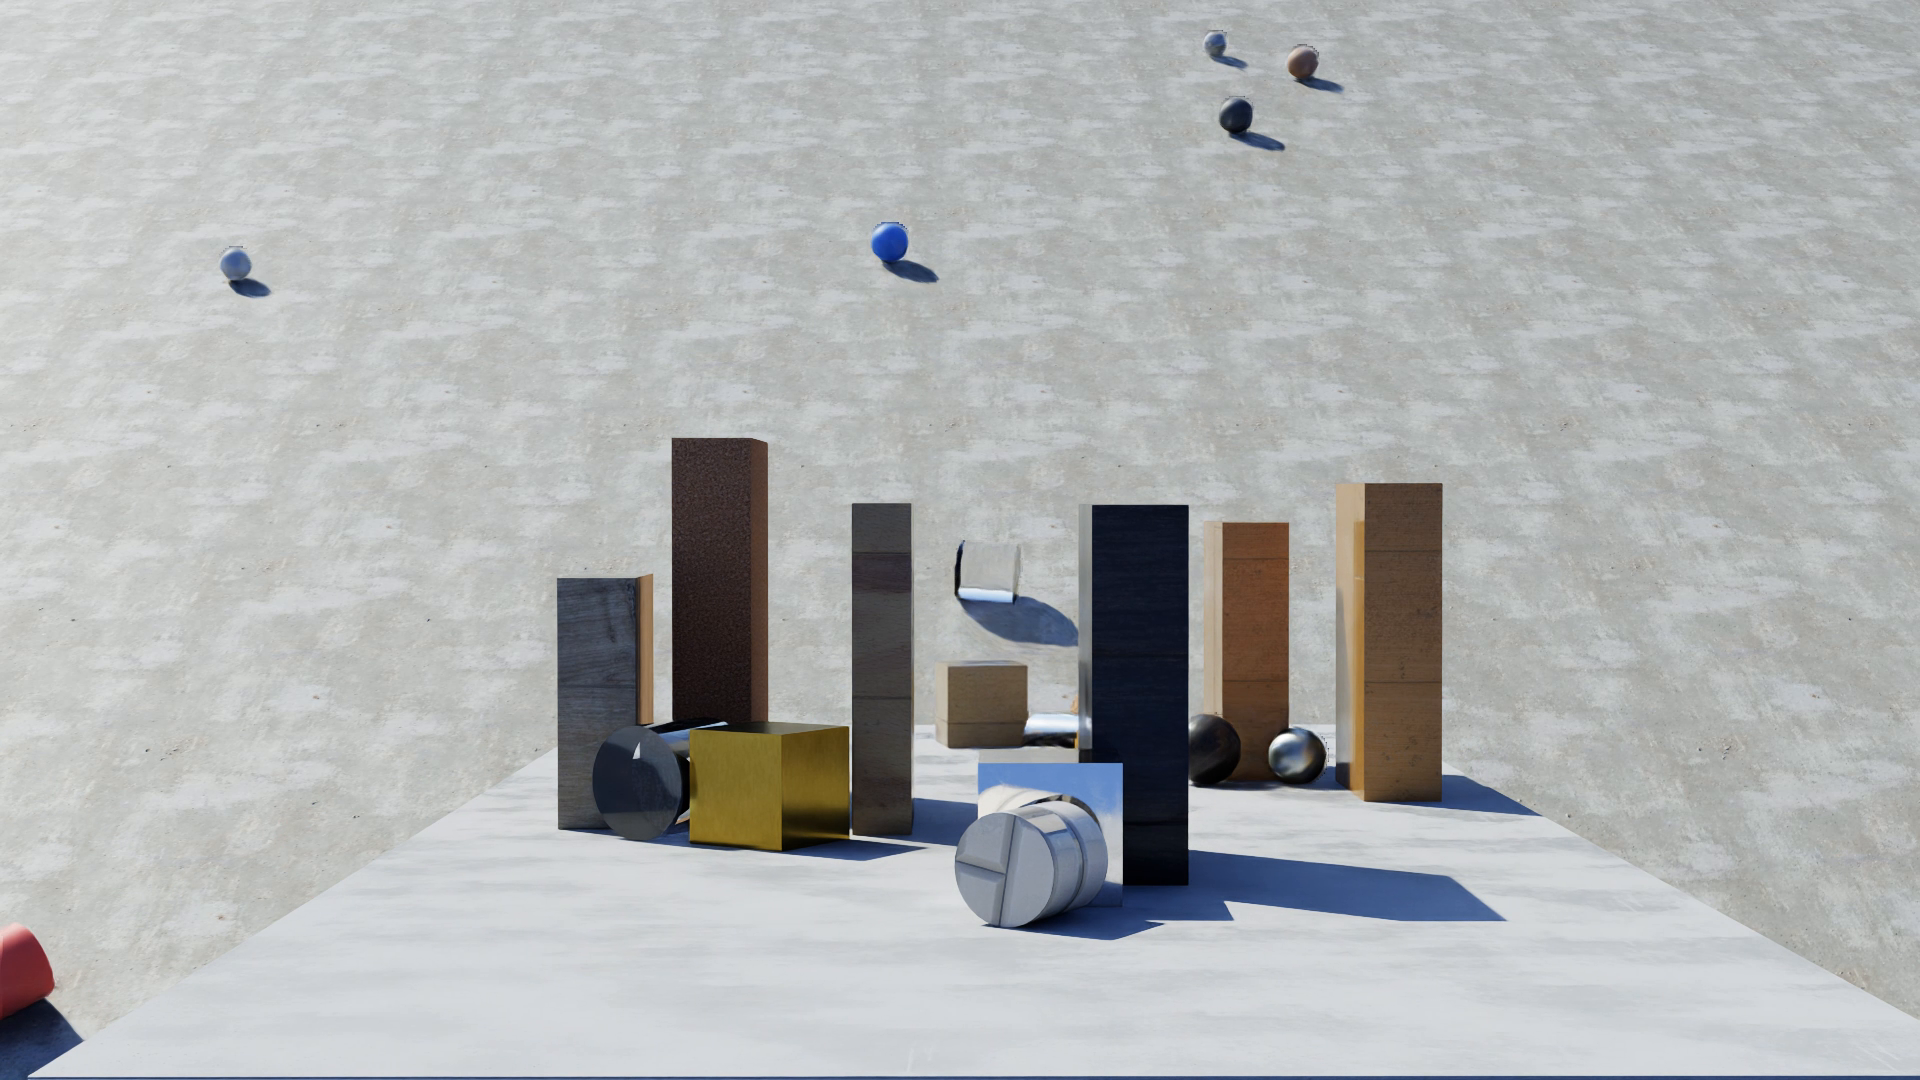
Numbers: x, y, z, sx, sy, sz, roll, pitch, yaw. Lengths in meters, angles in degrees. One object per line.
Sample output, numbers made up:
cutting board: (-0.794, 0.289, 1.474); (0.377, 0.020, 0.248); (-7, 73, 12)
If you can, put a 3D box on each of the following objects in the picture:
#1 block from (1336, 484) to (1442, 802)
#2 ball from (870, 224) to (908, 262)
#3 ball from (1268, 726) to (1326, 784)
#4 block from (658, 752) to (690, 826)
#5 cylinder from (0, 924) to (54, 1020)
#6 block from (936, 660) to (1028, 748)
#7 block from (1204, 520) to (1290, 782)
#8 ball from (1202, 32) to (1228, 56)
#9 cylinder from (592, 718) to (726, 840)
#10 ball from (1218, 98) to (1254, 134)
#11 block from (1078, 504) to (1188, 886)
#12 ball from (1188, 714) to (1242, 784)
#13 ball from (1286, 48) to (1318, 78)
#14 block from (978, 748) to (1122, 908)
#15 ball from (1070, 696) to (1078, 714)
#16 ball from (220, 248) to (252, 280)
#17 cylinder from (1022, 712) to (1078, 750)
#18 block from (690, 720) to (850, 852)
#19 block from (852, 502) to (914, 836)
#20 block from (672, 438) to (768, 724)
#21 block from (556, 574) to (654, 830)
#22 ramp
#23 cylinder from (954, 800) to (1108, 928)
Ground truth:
block: (0.844, 0.192, 5.102); (0.149, 0.608, 0.368); (0, 1, 0)
ball: (-0.265, -1.119, 9.720); (0.141, 0.141, 0.141); (0, 27, 0)
ball: (0.680, 0.436, 5.213); (0.117, 0.117, 0.117); (0, 27, 0)
block: (-0.455, 0.444, 4.618); (0.121, 0.121, 0.121); (1, 1, 33)
cylinder: (-2.112, 0.958, 5.650); (0.177, 0.177, 0.177); (22, 34, 36)
block: (0.049, 0.386, 6.099); (0.189, 0.189, 0.189); (0, 1, -9)
block: (0.604, 0.225, 5.479); (0.136, 0.529, 0.398); (0, 1, 0)
ball: (1.193, -2.320, 12.082); (0.115, 0.115, 0.115); (0, 27, 0)
cylinder: (-0.494, 0.410, 4.450); (0.196, 0.196, 0.196); (18, 11, 31)
ball: (1.183, -1.819, 11.073); (0.149, 0.149, 0.149); (0, 27, 0)
block: (0.269, 0.229, 4.070); (0.145, 0.570, 0.425); (0, 1, 0)
ball: (0.498, 0.423, 5.223); (0.142, 0.142, 0.142); (0, 27, 0)
ball: (1.561, -2.175, 11.771); (0.142, 0.142, 0.142); (0, 27, 0)
block: (0.130, 0.416, 3.760); (0.205, 0.205, 0.205); (0, 1, 1)
ball: (0.327, 0.404, 5.869); (0.159, 0.159, 0.159); (0, 27, 0)
ball: (-2.680, -1.019, 9.554); (0.117, 0.117, 0.117); (0, 27, 0)
cylinder: (0.219, 0.426, 5.394); (0.129, 0.129, 0.129); (0, 23, 34)
block: (-0.321, 0.413, 4.361); (0.192, 0.192, 0.192); (1, 1, 33)
block: (-0.135, 0.220, 4.595); (0.102, 0.571, 0.319); (0, 1, 0)
block: (-0.461, 0.152, 5.010); (0.147, 0.692, 0.440); (0, 1, 0)
block: (-0.636, 0.284, 4.648); (0.137, 0.440, 0.267); (0, 1, 0)
ramp: (0.062, 0.555, 4.592); (2.000, 0.100, 4.000); (0, 1, 0)
cylinder: (0.099, 0.444, 3.552); (0.156, 0.156, 0.156); (17, 9, 30)
